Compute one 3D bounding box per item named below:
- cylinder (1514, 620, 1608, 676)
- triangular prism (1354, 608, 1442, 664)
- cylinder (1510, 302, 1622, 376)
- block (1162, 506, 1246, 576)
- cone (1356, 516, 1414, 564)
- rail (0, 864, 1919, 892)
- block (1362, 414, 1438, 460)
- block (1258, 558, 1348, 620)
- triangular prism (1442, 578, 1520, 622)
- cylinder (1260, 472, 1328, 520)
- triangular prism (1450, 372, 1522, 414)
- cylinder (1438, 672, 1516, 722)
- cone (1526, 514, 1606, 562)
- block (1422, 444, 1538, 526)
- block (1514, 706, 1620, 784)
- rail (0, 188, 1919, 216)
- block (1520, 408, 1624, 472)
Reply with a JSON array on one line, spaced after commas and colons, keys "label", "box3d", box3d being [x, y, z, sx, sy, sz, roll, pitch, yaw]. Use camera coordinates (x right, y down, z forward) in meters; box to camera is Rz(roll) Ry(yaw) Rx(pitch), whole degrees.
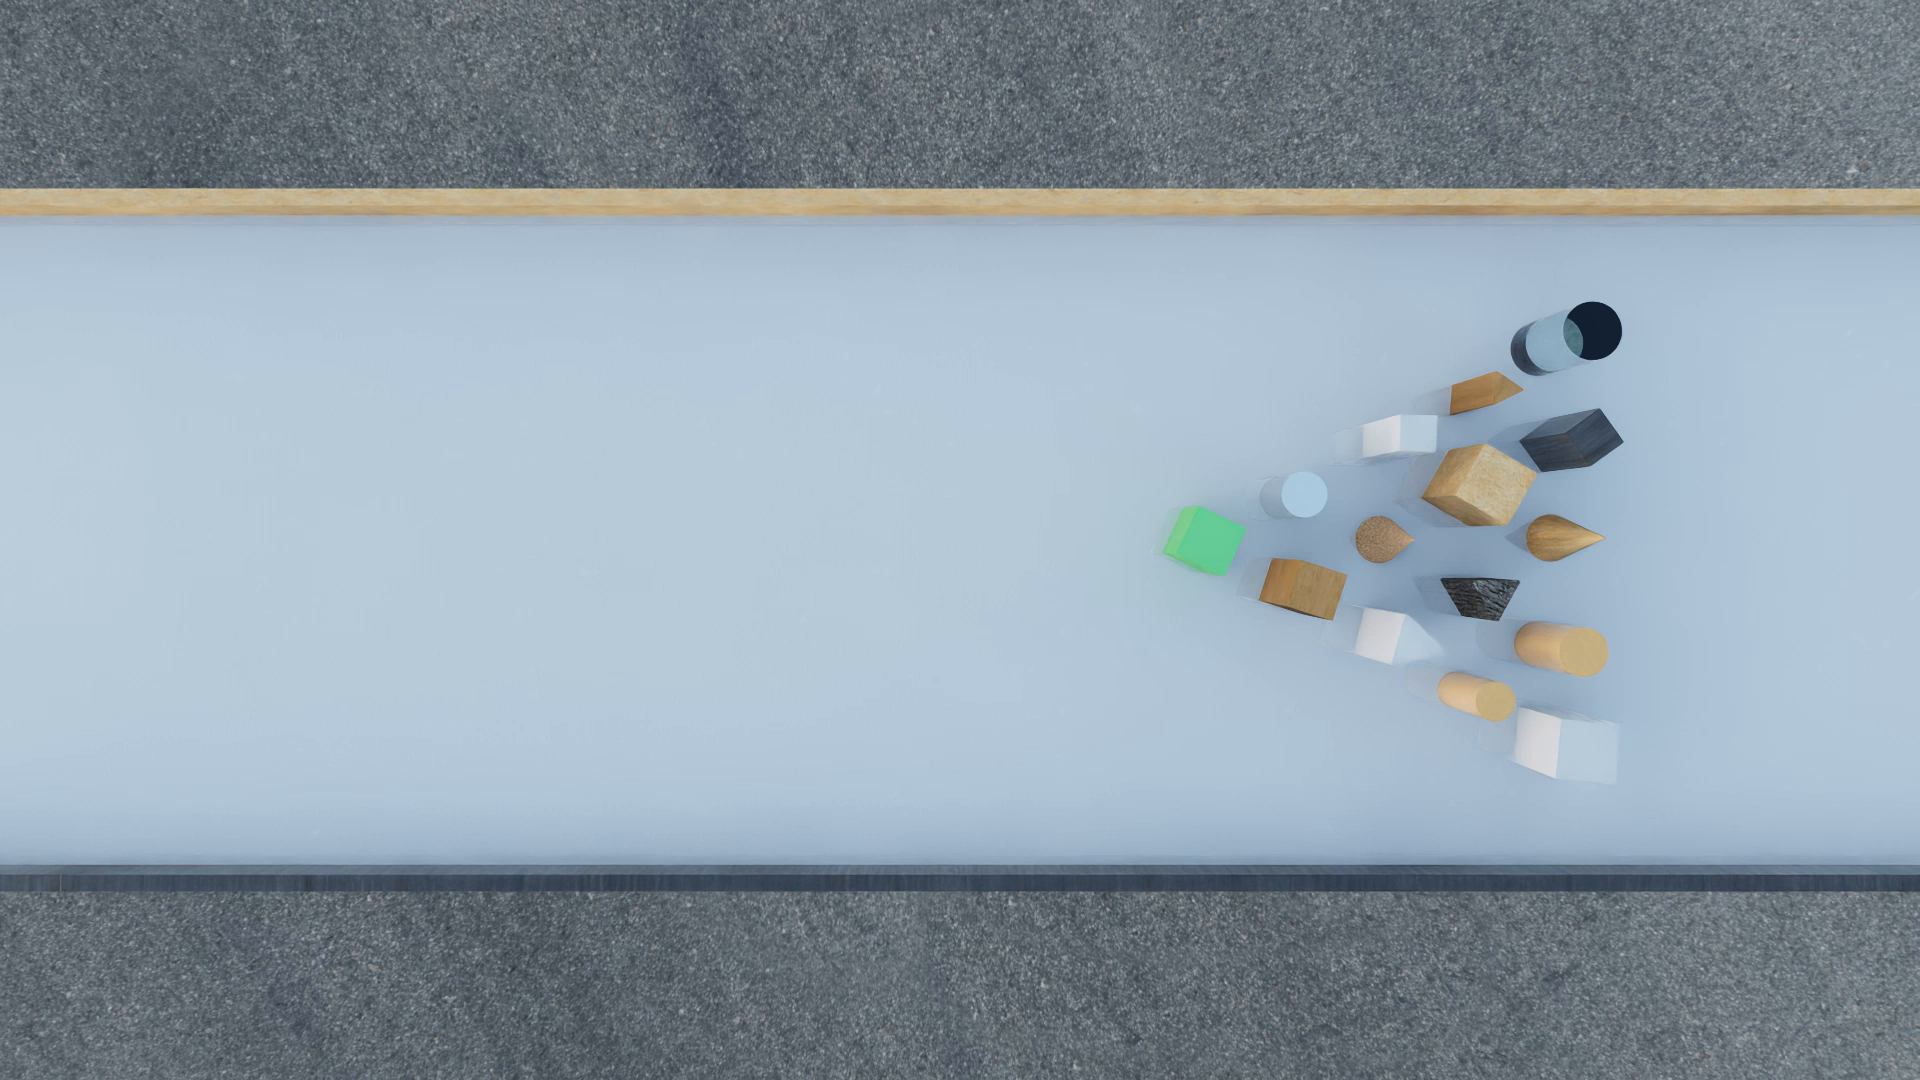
[{"label": "cylinder", "box3d": [1.776, 0.320, 4.885, 0.141, 0.384, 0.141, 0, 90, 0]}, {"label": "triangular prism", "box3d": [1.267, 0.269, 4.848, 0.147, 0.457, 0.127, -14, 90, 0]}, {"label": "cylinder", "box3d": [1.777, -0.588, 4.855, 0.166, 0.443, 0.166, 0, 90, 0]}, {"label": "block", "box3d": [0.725, 0.003, 4.912, 0.153, 0.329, 0.153, 25, 90, 0]}, {"label": "cone", "box3d": [1.289, -0.001, 4.874, 0.145, 0.405, 0.145, 0, 90, 0]}, {"label": "rail", "box3d": [-2.247, 1.025, 5.001, 12.000, 0.150, 0.050, 0, 90, 0]}, {"label": "block", "box3d": [1.292, -0.301, 4.862, 0.103, 0.429, 0.103, 2, 90, 0]}, {"label": "block", "box3d": [1.005, 0.142, 4.859, 0.137, 0.435, 0.137, 18, 90, 0]}, {"label": "triangular prism", "box3d": [1.564, 0.148, 4.915, 0.116, 0.324, 0.133, -31, 90, 0]}, {"label": "cylinder", "box3d": [0.989, -0.131, 4.905, 0.133, 0.343, 0.133, 0, 90, 0]}, {"label": "triangular prism", "box3d": [1.534, -0.441, 4.871, 0.094, 0.411, 0.081, -26, 90, 0]}, {"label": "cylinder", "box3d": [1.526, 0.461, 4.888, 0.114, 0.377, 0.114, 0, 90, 0]}, {"label": "cone", "box3d": [1.816, -0.006, 4.854, 0.147, 0.445, 0.147, 0, 90, 0]}, {"label": "block", "box3d": [1.537, -0.160, 4.900, 0.173, 0.353, 0.173, 30, 90, 0]}, {"label": "block", "box3d": [1.797, 0.606, 4.898, 0.172, 0.358, 0.172, 6, 90, 0]}, {"label": "rail", "box3d": [-2.247, -1.025, 5.002, 12.000, 0.150, 0.050, 0, 90, 0]}, {"label": "block", "box3d": [1.804, -0.292, 4.881, 0.120, 0.391, 0.120, -36, 90, 0]}]
